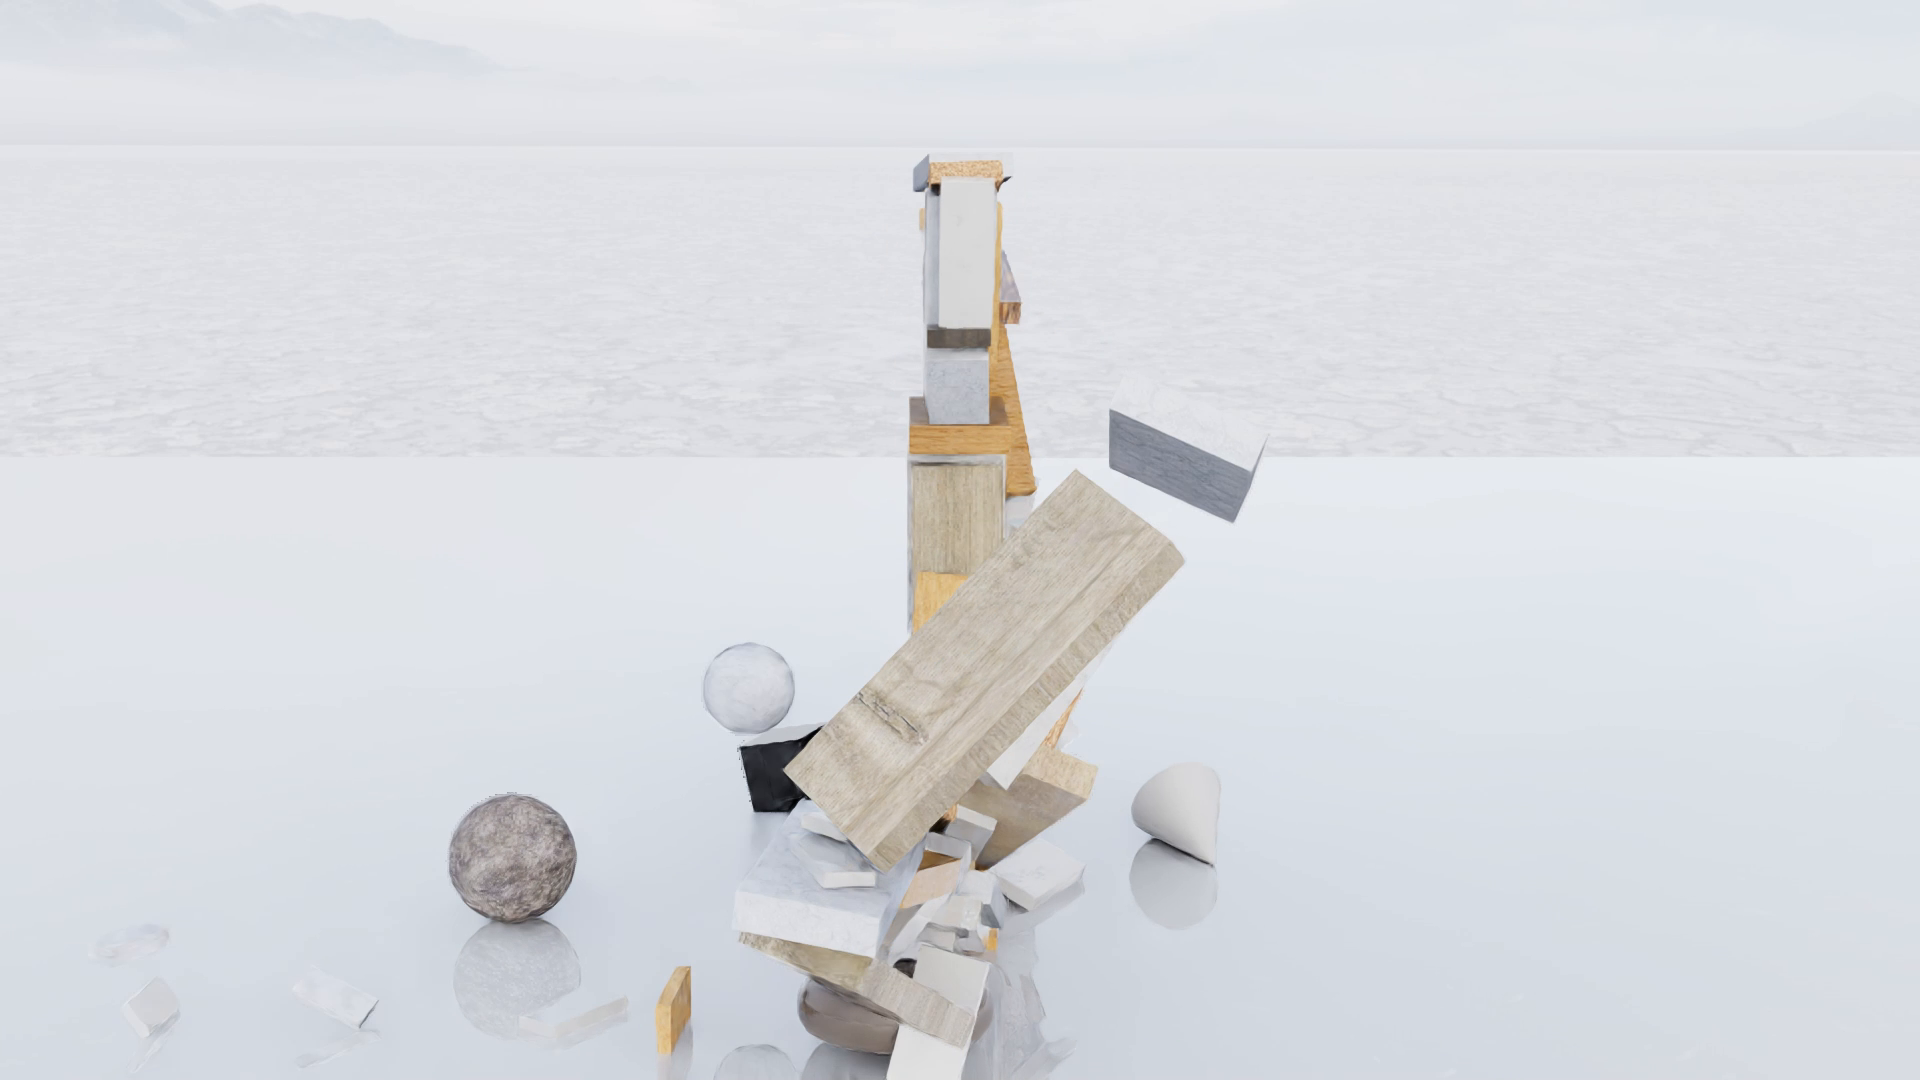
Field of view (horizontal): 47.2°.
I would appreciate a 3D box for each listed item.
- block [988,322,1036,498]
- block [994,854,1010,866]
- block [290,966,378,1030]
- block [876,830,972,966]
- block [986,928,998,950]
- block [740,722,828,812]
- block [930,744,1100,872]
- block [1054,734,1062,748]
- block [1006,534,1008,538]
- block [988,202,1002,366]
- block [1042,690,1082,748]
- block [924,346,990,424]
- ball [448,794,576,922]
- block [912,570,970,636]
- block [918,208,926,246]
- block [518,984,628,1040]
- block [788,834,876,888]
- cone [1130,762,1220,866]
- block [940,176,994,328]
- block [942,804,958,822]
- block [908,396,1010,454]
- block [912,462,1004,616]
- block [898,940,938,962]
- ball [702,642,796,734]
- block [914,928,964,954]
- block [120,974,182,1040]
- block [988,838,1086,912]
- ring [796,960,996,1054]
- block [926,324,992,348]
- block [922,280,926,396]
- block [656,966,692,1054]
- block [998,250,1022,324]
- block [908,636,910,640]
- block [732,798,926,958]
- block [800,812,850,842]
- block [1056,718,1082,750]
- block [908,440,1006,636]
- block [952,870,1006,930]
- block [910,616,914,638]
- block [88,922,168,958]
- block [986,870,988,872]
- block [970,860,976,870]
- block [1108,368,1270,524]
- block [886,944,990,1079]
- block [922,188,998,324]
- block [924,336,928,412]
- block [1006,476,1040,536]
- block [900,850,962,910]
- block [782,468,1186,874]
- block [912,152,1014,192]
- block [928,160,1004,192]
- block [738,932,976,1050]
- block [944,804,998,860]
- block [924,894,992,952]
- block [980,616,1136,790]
[{"bbox_3d":[0.049,-0.310,4.232,0.112,0.469,0.032,-5,-14,-22],"label":"block"},{"bbox_3d":[-0.003,0.401,3.834,0.178,0.355,0.050,0,-27,0],"label":"block"},{"bbox_3d":[-0.889,0.651,3.128,0.108,0.015,0.054,27,32,2],"label":"block"},{"bbox_3d":[-0.111,0.481,3.014,0.154,0.044,0.309,14,23,17],"label":"block"},{"bbox_3d":[0.023,0.614,3.484,0.071,0.020,0.142,0,11,0],"label":"block"},{"bbox_3d":[-0.315,0.426,4.129,0.128,0.128,0.128,-9,7,23],"label":"block"},{"bbox_3d":[0.027,0.377,3.080,0.153,0.043,0.782,23,-18,-3],"label":"block"},{"bbox_3d":[0.065,0.317,3.407,0.152,0.043,0.303,21,37,7],"label":"block"},{"bbox_3d":[0.080,0.025,4.252,0.088,0.175,0.025,10,20,-1],"label":"block"},{"bbox_3d":[0.011,-0.432,3.743,0.113,0.339,0.032,-1,48,-2],"label":"block"},{"bbox_3d":[0.079,0.261,3.298,0.153,0.307,0.043,25,-26,7],"label":"block"},{"bbox_3d":[-0.003,-0.258,3.681,0.103,0.029,0.207,-1,-27,1],"label":"block"},{"bbox_3d":[-0.719,0.512,3.534,0.203,0.203,0.203,0,11,0],"label":"ball"},{"bbox_3d":[0.004,0.205,3.184,0.153,0.307,0.043,5,2,10],"label":"block"},{"bbox_3d":[-0.003,-0.586,4.100,0.141,0.040,0.283,-3,2,0],"label":"block"},{"bbox_3d":[-0.553,0.675,3.153,0.072,0.020,0.144,8,13,36],"label":"block"},{"bbox_3d":[-0.142,0.354,2.435,0.059,0.017,0.119,2,12,-24],"label":"block"},{"bbox_3d":[0.413,0.514,3.866,0.173,0.173,0.173,-4,38,-20],"label":"cone"},{"bbox_3d":[0.010,-0.456,3.497,0.084,0.246,0.024,1,29,0],"label":"block"},{"bbox_3d":[-0.037,0.302,2.533,0.059,0.017,0.118,14,-12,8],"label":"block"},{"bbox_3d":[-0.005,-0.209,3.943,0.173,0.049,0.346,0,12,-1],"label":"block"},{"bbox_3d":[-0.003,0.024,3.863,0.159,0.318,0.045,0,12,0],"label":"block"},{"bbox_3d":[-0.071,0.610,3.204,0.092,0.026,0.184,8,-19,9],"label":"block"},{"bbox_3d":[-0.347,0.244,3.611,0.151,0.151,0.151,0,11,0],"label":"ball"},{"bbox_3d":[-0.046,0.603,3.245,0.092,0.026,0.184,8,-20,8],"label":"block"},{"bbox_3d":[-1.150,0.663,3.127,0.015,0.054,0.108,-32,7,9],"label":"block"},{"bbox_3d":[0.126,0.558,3.678,0.095,0.027,0.190,28,22,22],"label":"block"},{"bbox_3d":[-0.089,0.644,3.046,0.276,0.092,0.276,2,0,0],"label":"ring"},{"bbox_3d":[-0.005,-0.348,3.649,0.103,0.029,0.207,-1,12,-2],"label":"block"},{"bbox_3d":[-0.014,-0.379,4.130,0.112,0.223,0.032,-1,-15,-1],"label":"block"},{"bbox_3d":[-0.402,0.660,3.093,0.020,0.072,0.144,1,11,4],"label":"block"},{"bbox_3d":[0.023,-0.461,3.941,0.141,0.040,0.283,4,26,-8],"label":"block"},{"bbox_3d":[-0.006,0.180,4.025,0.178,0.050,0.356,0,11,-1],"label":"block"},{"bbox_3d":[-0.141,0.377,2.487,0.157,0.044,0.314,10,13,7],"label":"block"},{"bbox_3d":[-0.128,0.327,2.518,0.059,0.017,0.119,15,2,24],"label":"block"},{"bbox_3d":[0.120,0.272,3.611,0.024,0.168,0.084,-43,-9,38],"label":"block"},{"bbox_3d":[-0.006,-0.002,3.923,0.173,0.346,0.049,0,13,0],"label":"block"},{"bbox_3d":[-0.018,0.529,3.283,0.154,0.044,0.309,9,-16,7],"label":"block"},{"bbox_3d":[-0.024,0.360,3.722,0.159,0.507,0.045,5,-29,0],"label":"block"},{"bbox_3d":[-1.301,0.625,3.439,0.054,0.015,0.108,6,12,31],"label":"block"},{"bbox_3d":[-0.001,0.502,3.686,0.095,0.190,0.027,-1,-29,-3],"label":"block"},{"bbox_3d":[-0.091,0.500,3.348,0.072,0.020,0.334,16,-18,-26],"label":"block"},{"bbox_3d":[0.258,-0.103,2.538,0.168,0.048,0.337,25,-7,7],"label":"block"},{"bbox_3d":[-0.029,0.634,2.894,0.092,0.184,0.026,14,-5,12],"label":"block"},{"bbox_3d":[-0.001,-0.459,3.566,0.113,0.226,0.032,-2,32,-6],"label":"block"},{"bbox_3d":[-0.008,-0.288,3.819,0.104,0.029,0.207,-2,-27,-1],"label":"block"},{"bbox_3d":[0.097,-0.071,4.216,0.088,0.025,0.175,13,36,3],"label":"block"},{"bbox_3d":[-0.108,0.421,2.821,0.157,0.044,0.314,13,-2,12],"label":"block"},{"bbox_3d":[0.025,0.140,2.426,0.168,0.471,0.048,40,-7,41],"label":"block"},{"bbox_3d":[0.003,-0.636,3.810,0.141,0.040,0.283,-2,4,-7],"label":"block"},{"bbox_3d":[0.007,-0.583,3.565,0.113,0.032,0.226,-3,2,-2],"label":"block"},{"bbox_3d":[-0.114,0.534,2.654,0.157,0.044,0.457,19,-14,21],"label":"block"},{"bbox_3d":[0.006,0.426,3.146,0.059,0.017,0.312,21,-18,1],"label":"block"},{"bbox_3d":[-0.040,0.556,3.231,0.154,0.044,0.309,9,-16,6],"label":"block"},{"bbox_3d":[0.088,0.117,2.669,0.337,0.168,0.048,-52,23,-18],"label":"block"}]
